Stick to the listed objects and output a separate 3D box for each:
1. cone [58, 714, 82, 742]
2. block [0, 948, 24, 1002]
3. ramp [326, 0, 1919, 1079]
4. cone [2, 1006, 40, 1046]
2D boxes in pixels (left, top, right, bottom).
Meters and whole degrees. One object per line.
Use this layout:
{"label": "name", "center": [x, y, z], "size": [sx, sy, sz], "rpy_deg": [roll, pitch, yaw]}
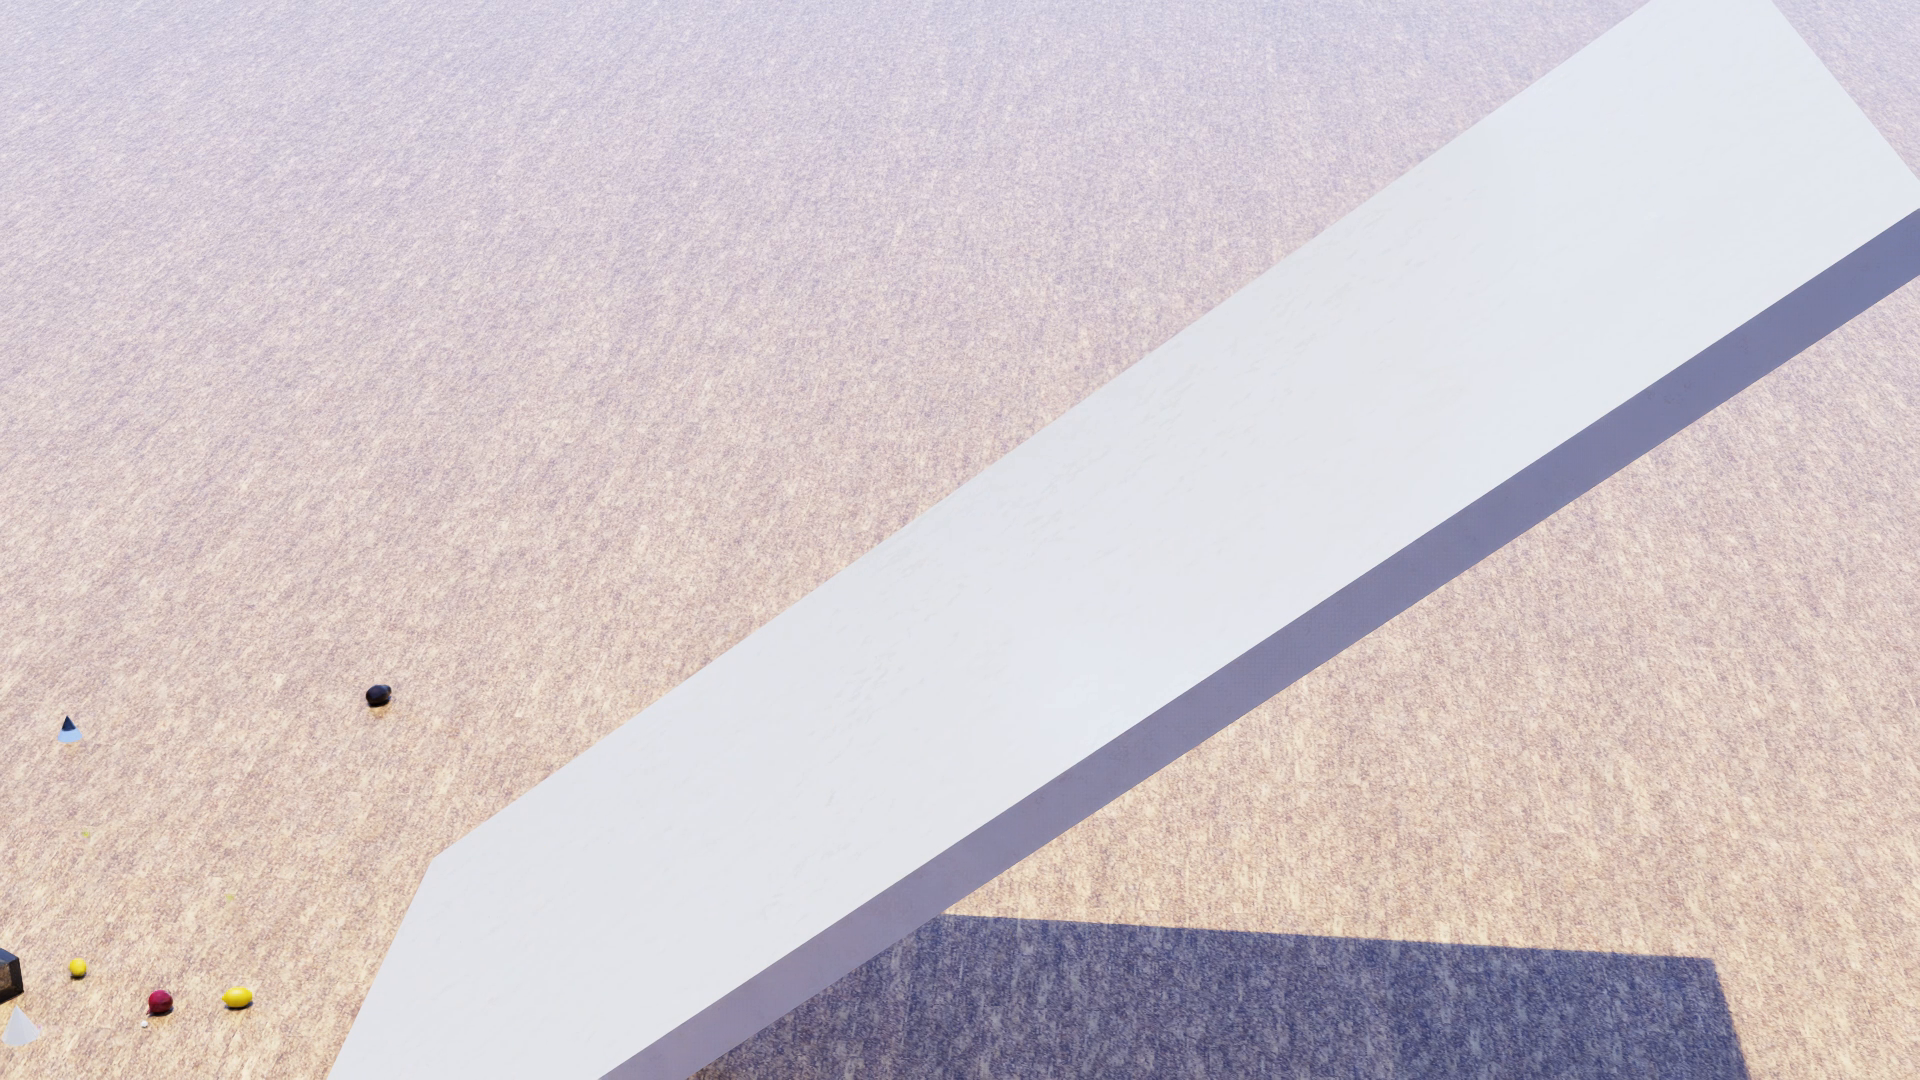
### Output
{"label": "cone", "center": [-2.618, 0.546, 8.637], "size": [0.073, 0.073, 0.073], "rpy_deg": [0, 23, 0]}
{"label": "block", "center": [-2.411, 1.087, 7.331], "size": [0.099, 0.099, 0.099], "rpy_deg": [17, 29, 35]}
{"label": "ramp", "center": [0.126, 0.181, 6.329], "size": [4.000, 0.100, 2.000], "rpy_deg": [-35, 16, 17]}
{"label": "cone", "center": [-2.291, 1.168, 7.155], "size": [0.089, 0.089, 0.089], "rpy_deg": [0, 23, 0]}
